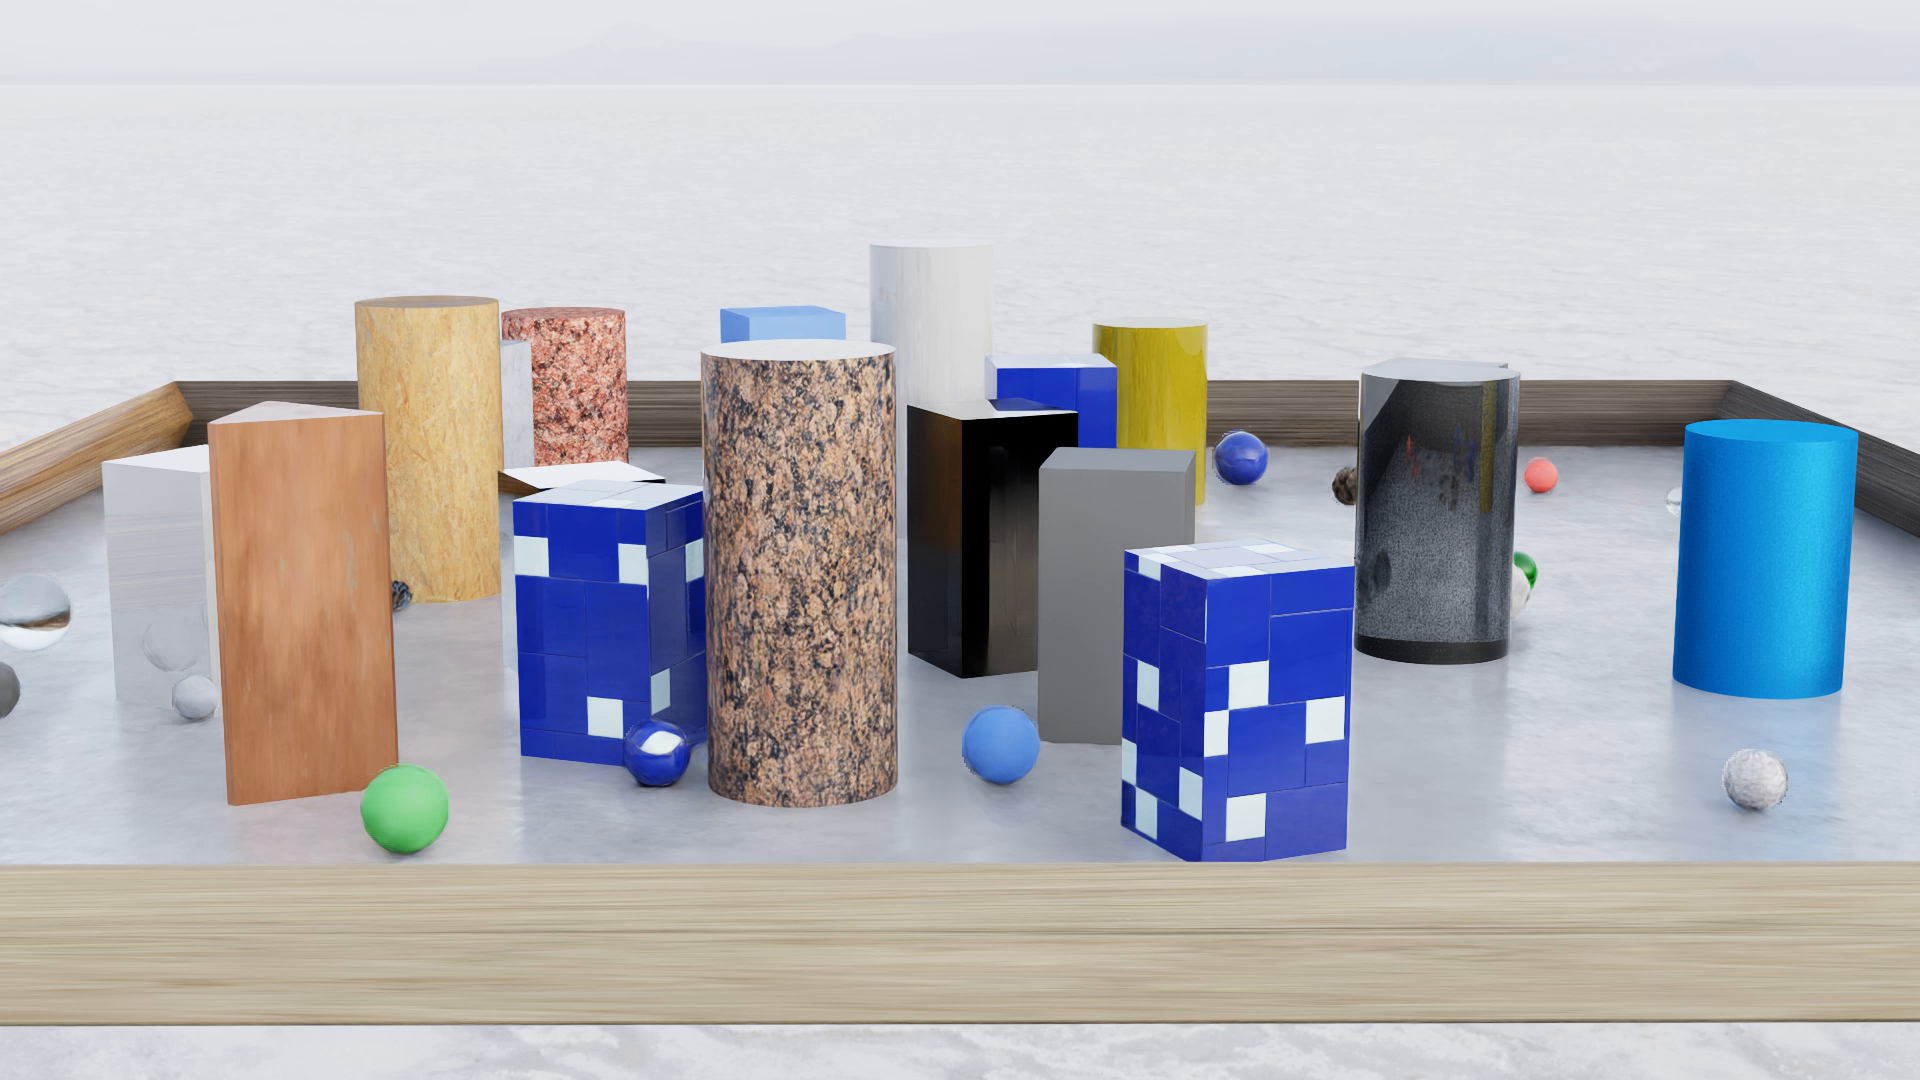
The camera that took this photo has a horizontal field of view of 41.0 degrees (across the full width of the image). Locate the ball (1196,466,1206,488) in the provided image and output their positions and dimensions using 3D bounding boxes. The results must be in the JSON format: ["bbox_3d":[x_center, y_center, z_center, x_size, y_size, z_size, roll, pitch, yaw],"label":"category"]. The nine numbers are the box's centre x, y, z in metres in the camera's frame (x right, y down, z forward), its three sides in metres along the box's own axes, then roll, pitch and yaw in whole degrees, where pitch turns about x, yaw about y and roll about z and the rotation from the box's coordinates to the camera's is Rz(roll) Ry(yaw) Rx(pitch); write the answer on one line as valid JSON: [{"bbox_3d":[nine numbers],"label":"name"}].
[{"bbox_3d":[0.403,-0.109,4.425,0.042,0.042,0.042,0,11,0],"label":"ball"}]

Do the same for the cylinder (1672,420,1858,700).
[{"bbox_3d":[0.955,0.019,3.049,0.195,0.301,0.195,0,11,0],"label":"cylinder"}]

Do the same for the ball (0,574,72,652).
[{"bbox_3d":[-1.165,0.091,3.218,0.097,0.097,0.097,0,11,0],"label":"ball"}]

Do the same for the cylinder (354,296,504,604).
[{"bbox_3d":[-0.734,-0.130,3.571,0.195,0.404,0.195,0,11,0],"label":"cylinder"}]

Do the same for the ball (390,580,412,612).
[{"bbox_3d":[-0.760,0.075,3.454,0.043,0.043,0.043,0,11,0],"label":"ball"}]

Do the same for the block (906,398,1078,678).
[{"bbox_3d":[0.039,-0.006,3.152,0.156,0.313,0.156,-5,12,-25],"label":"block"}]

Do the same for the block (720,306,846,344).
[{"bbox_3d":[-0.278,-0.189,4.050,0.156,0.345,0.156,-4,11,-21],"label":"block"}]

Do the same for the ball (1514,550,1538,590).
[{"bbox_3d":[0.765,0.046,3.537,0.062,0.062,0.062,0,11,0],"label":"ball"}]

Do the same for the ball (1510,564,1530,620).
[{"bbox_3d":[0.706,0.067,3.363,0.081,0.081,0.081,0,11,0],"label":"ball"}]

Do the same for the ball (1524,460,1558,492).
[{"bbox_3d":[0.999,-0.109,4.410,0.057,0.057,0.057,0,11,0],"label":"ball"}]

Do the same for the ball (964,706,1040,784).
[{"bbox_3d":[0.043,0.210,2.630,0.079,0.079,0.079,0,11,0],"label":"ball"}]

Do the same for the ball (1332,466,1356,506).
[{"bbox_3d":[0.654,-0.089,4.280,0.065,0.065,0.065,0,11,0],"label":"ball"}]

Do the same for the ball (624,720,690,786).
[{"bbox_3d":[-0.309,0.218,2.619,0.068,0.068,0.068,0,11,0],"label":"ball"}]

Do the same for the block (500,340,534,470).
[{"bbox_3d":[-0.738,-0.131,3.810,0.156,0.319,0.156,3,11,16],"label":"block"}]

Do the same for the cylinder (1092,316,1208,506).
[{"bbox_3d":[0.318,-0.216,4.317,0.195,0.301,0.195,0,11,0],"label":"cylinder"}]

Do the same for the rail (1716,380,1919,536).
[{"bbox_3d":[1.475,0.031,3.457,0.045,0.127,3.031,0,11,0],"label":"rail"}]

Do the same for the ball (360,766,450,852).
[{"bbox_3d":[-0.519,0.252,2.399,0.081,0.081,0.081,0,11,0],"label":"ball"}]

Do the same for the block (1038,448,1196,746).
[{"bbox_3d":[0.174,0.060,2.829,0.156,0.301,0.156,2,11,9],"label":"block"}]

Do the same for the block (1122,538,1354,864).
[{"bbox_3d":[0.260,0.150,2.425,0.156,0.271,0.156,-5,12,-24],"label":"block"}]

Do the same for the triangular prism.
[{"bbox_3d":[-0.682,0.057,2.620,0.169,0.383,0.146,-5,12,-26],"label":"triangular prism"}]

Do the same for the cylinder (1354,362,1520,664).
[{"bbox_3d":[0.596,-0.036,3.214,0.195,0.350,0.195,0,11,0],"label":"cylinder"}]

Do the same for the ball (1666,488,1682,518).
[{"bbox_3d":[1.174,-0.061,4.175,0.048,0.048,0.048,0,11,0],"label":"ball"}]

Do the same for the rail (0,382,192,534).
[{"bbox_3d":[-1.475,0.034,3.441,0.045,0.127,3.031,0,11,0],"label":"rail"}]

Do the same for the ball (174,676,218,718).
[{"bbox_3d":[-0.854,0.176,2.869,0.049,0.049,0.049,0,11,0],"label":"ball"}]

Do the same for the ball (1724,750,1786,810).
[{"bbox_3d":[0.786,0.238,2.535,0.059,0.059,0.059,0,11,0],"label":"ball"}]

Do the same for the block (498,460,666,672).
[{"bbox_3d":[-0.455,0.040,3.099,0.156,0.242,0.156,-6,12,-27],"label":"block"}]

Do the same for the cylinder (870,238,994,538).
[{"bbox_3d":[-0.044,-0.240,4.033,0.195,0.452,0.195,0,11,0],"label":"cylinder"}]

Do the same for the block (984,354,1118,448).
[{"bbox_3d":[0.118,-0.068,3.409,0.156,0.341,0.156,-1,11,-5],"label":"block"}]

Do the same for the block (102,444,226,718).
[{"bbox_3d":[-0.871,0.044,2.975,0.156,0.280,0.156,6,12,29],"label":"block"}]

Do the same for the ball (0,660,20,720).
[{"bbox_3d":[-1.090,0.168,2.872,0.073,0.073,0.073,0,11,0],"label":"ball"}]

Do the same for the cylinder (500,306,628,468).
[{"bbox_3d":[-0.628,-0.194,4.093,0.195,0.339,0.195,0,11,0],"label":"cylinder"}]

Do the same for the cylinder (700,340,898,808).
[{"bbox_3d":[-0.161,0.029,2.600,0.195,0.446,0.195,0,11,0],"label":"cylinder"}]

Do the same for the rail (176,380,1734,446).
[{"bbox_3d":[-0.009,-0.240,4.916,2.997,0.127,0.045,0,11,0],"label":"rail"}]

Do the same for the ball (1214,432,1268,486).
[{"bbox_3d":[0.491,-0.141,4.480,0.095,0.095,0.095,0,11,0],"label":"ball"}]

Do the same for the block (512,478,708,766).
[{"bbox_3d":[-0.368,0.086,2.757,0.156,0.276,0.156,4,11,21],"label":"block"}]

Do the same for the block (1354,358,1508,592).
[{"bbox_3d":[0.635,-0.071,3.459,0.156,0.329,0.156,5,12,27],"label":"block"}]

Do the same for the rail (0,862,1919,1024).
[{"bbox_3d":[0.009,0.305,1.982,2.997,0.127,0.045,0,11,0],"label":"rail"}]
